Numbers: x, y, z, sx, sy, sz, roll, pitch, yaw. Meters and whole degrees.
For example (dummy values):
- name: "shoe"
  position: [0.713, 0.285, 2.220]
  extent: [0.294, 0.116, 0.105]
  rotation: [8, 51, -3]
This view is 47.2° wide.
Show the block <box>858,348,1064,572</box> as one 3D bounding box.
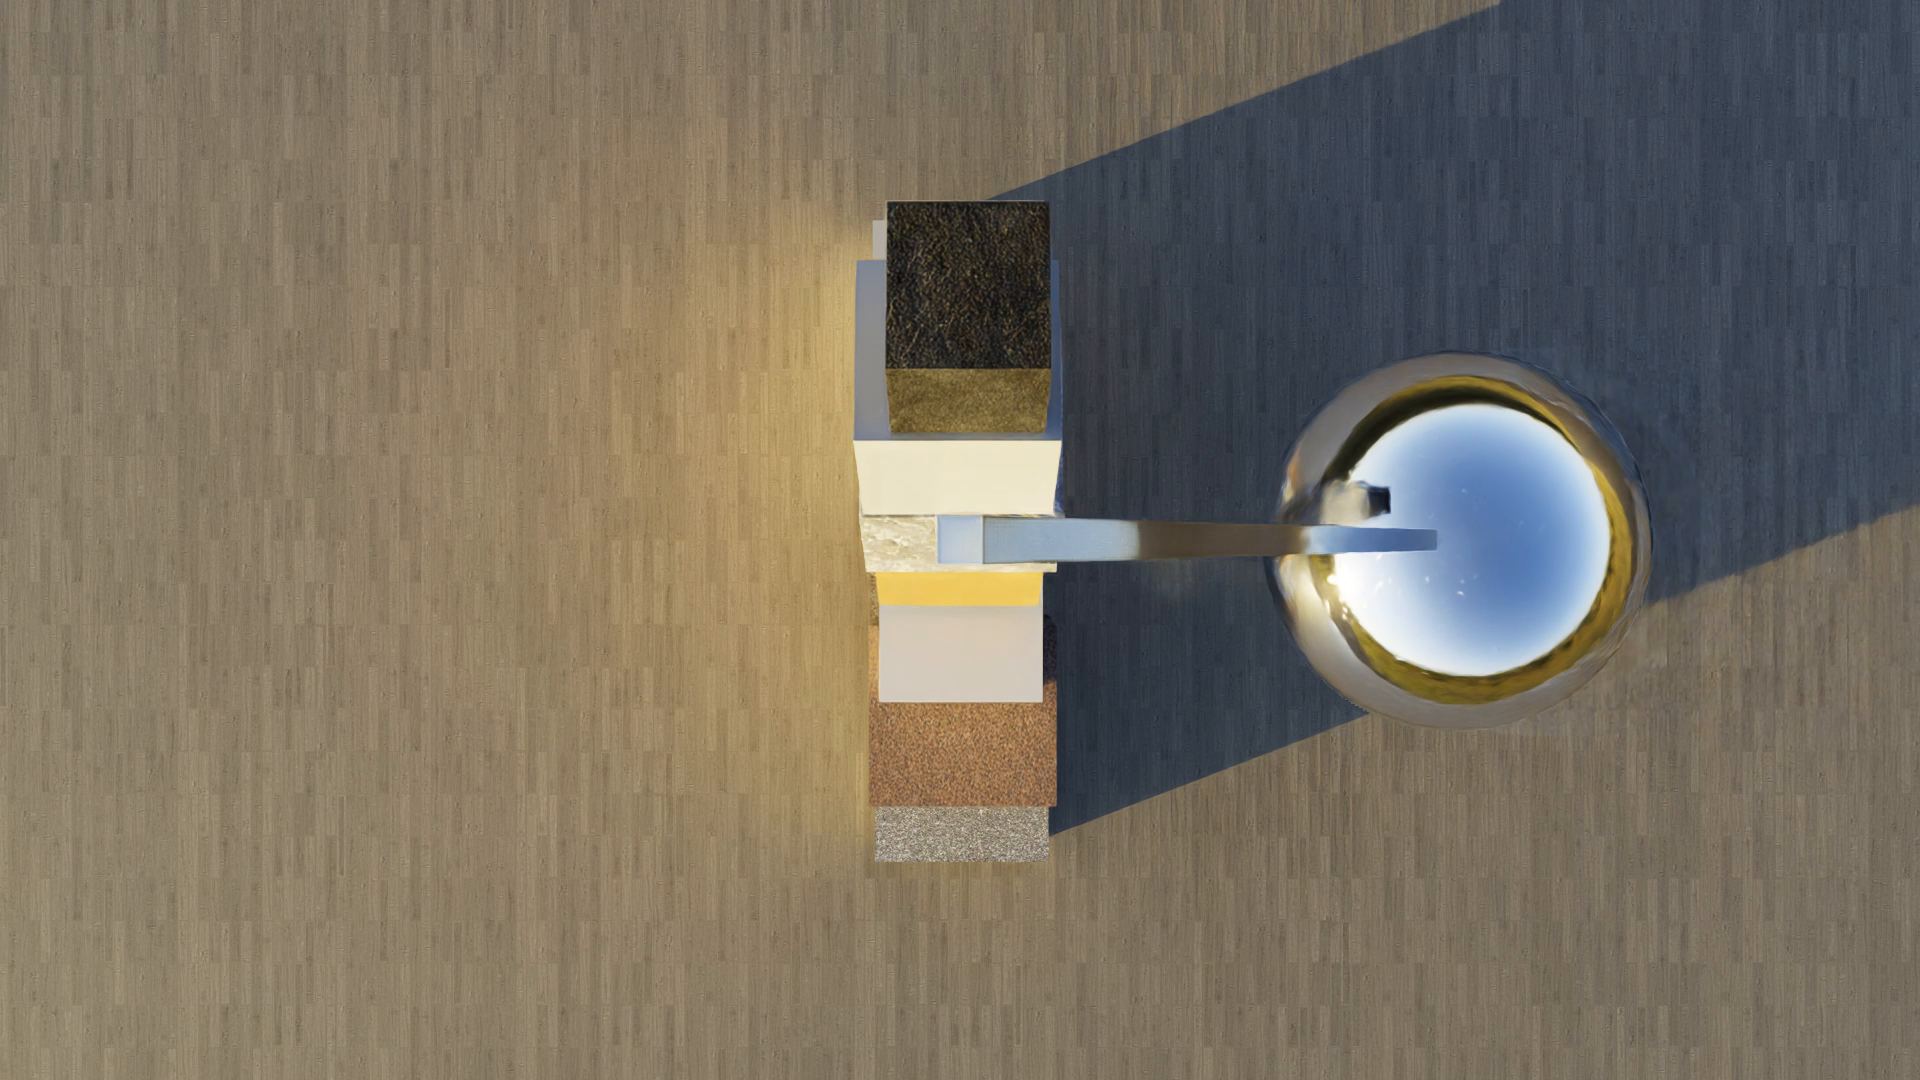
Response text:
- name: "block"
  position: [0.006, -0.326, 9.261]
  extent: [0.820, 0.764, 0.735]
  rotation: [0, 73, 0]

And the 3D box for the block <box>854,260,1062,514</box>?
- name: "block"
  position: [-0.009, -0.570, 8.483]
  extent: [0.754, 0.867, 0.713]
  rotation: [0, 73, 0]

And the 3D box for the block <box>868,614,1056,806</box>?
- name: "block"
  position: [0.014, 0.875, 11.529]
  extent: [0.944, 0.963, 0.912]
  rotation: [0, 91, 0]

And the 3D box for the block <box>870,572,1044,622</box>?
- name: "block"
  position: [-0.017, 0.320, 12.503]
  extent: [0.946, 0.991, 0.989]
  rotation: [0, 90, 0]

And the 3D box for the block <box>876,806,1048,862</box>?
- name: "block"
  position: [0.010, 1.296, 12.542]
  extent: [0.953, 0.916, 0.946]
  rotation: [0, 90, 0]

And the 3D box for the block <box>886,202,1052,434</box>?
- name: "block"
  position: [0.029, -0.776, 7.767]
  extent: [0.558, 0.623, 0.618]
  rotation: [0, 73, 0]

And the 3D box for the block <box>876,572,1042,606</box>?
- name: "block"
  position: [-0.005, -0.112, 9.954]
  extent: [0.736, 0.684, 0.654]
  rotation: [0, 73, 0]

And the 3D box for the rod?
- name: "rod"
  position: [0.899, 0.000, 6.046]
  extent: [0.080, 5.200, 0.080]
  rotation: [0, 90, 20]

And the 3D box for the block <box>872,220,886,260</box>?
- name: "block"
  position: [-0.009, -1.355, 12.584]
  extent: [0.946, 0.833, 0.828]
  rotation: [0, 90, 0]

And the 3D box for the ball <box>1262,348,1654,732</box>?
- name: "ball"
  position: [2.074, 0.000, 9.236]
  extent: [1.600, 1.600, 1.600]
  rotation: [0, 90, 0]

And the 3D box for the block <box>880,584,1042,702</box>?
- name: "block"
  position: [0.005, 0.376, 10.657]
  extent: [0.762, 0.765, 0.792]
  rotation: [0, 88, 0]
